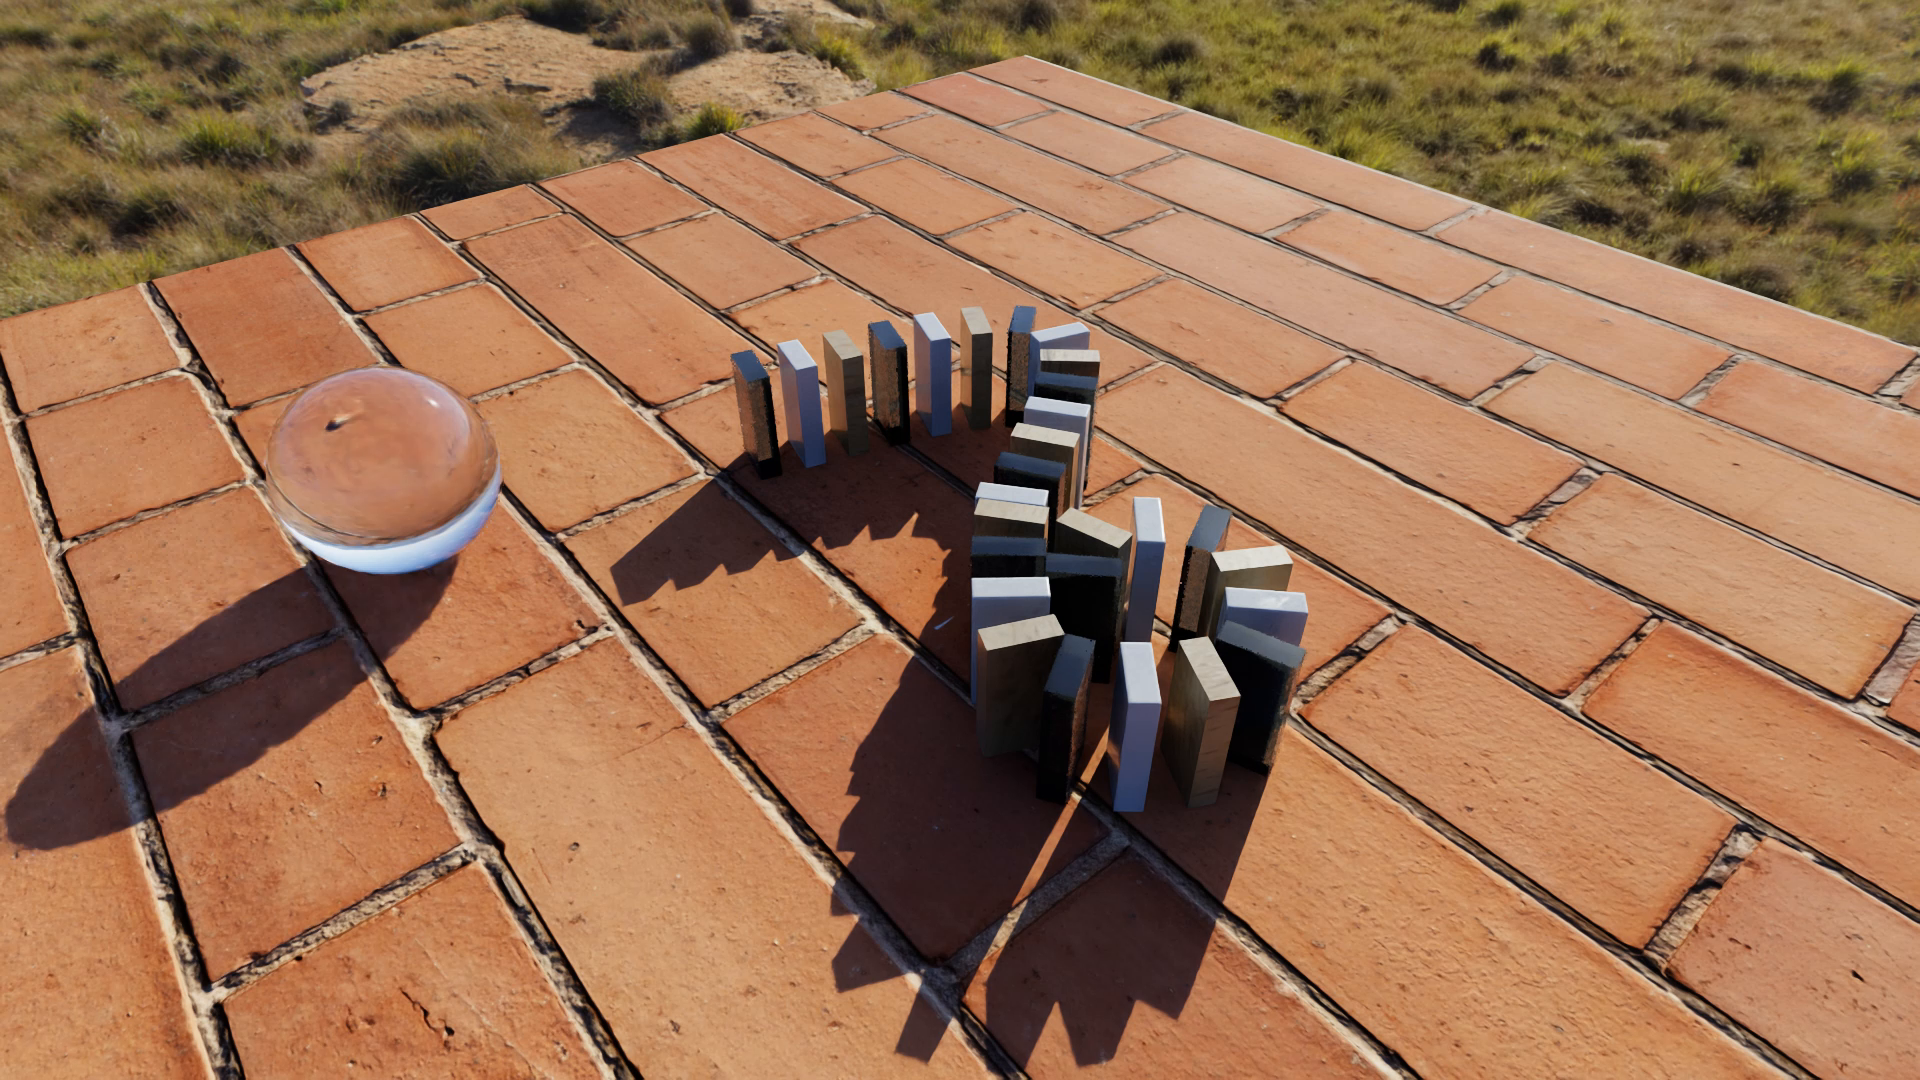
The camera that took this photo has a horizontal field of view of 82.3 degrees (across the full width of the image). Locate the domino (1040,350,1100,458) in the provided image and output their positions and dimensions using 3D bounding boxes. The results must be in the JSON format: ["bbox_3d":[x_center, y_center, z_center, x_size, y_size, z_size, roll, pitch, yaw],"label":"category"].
[{"bbox_3d":[0.047,-0.059,0.484,0.025,0.050,0.009,1,39,1],"label":"domino"}]

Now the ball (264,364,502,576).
[{"bbox_3d":[-0.219,-0.027,0.420,0.080,0.080,0.080,0,39,0],"label":"ball"}]

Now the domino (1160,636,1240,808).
[{"bbox_3d":[0.074,0.057,0.342,0.009,0.050,0.025,-8,40,-9],"label":"domino"}]

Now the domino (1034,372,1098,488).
[{"bbox_3d":[0.044,-0.046,0.468,0.025,0.050,0.010,8,40,10],"label":"domino"}]

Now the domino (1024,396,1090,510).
[{"bbox_3d":[0.039,-0.034,0.452,0.025,0.050,0.009,10,40,12],"label":"domino"}]

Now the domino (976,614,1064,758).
[{"bbox_3d":[0.019,0.048,0.353,0.025,0.050,0.009,-10,40,-13],"label":"domino"}]

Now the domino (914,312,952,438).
[{"bbox_3d":[-0.013,-0.075,0.504,0.010,0.050,0.025,-13,41,-15],"label":"domino"}]

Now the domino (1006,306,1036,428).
[{"bbox_3d":[0.028,-0.080,0.509,0.009,0.050,0.025,6,40,8],"label":"domino"}]

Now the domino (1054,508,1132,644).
[{"bbox_3d":[0.046,0.015,0.393,0.025,0.050,0.010,25,46,27],"label":"domino"}]

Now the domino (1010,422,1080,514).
[{"bbox_3d":[0.033,-0.021,0.437,0.025,0.050,0.010,12,41,14],"label":"domino"}]

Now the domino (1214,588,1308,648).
[{"bbox_3d":[0.097,0.038,0.365,0.025,0.050,0.010,4,40,5],"label":"domino"}]

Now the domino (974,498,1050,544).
[{"bbox_3d":[0.018,0.009,0.400,0.025,0.050,0.010,8,40,10],"label":"domino"}]

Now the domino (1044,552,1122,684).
[{"bbox_3d":[0.041,0.028,0.378,0.025,0.050,0.010,5,40,5],"label":"domino"}]

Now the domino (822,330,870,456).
[{"bbox_3d":[-0.051,-0.065,0.491,0.010,0.050,0.025,-16,42,-19],"label":"domino"}]

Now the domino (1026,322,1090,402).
[{"bbox_3d":[0.044,-0.072,0.500,0.025,0.050,0.009,-15,42,-18],"label":"domino"}]

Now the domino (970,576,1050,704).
[{"bbox_3d":[0.016,0.035,0.369,0.025,0.050,0.009,-1,39,-1],"label":"domino"}]

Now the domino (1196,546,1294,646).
[{"bbox_3d":[0.097,0.025,0.381,0.025,0.050,0.010,-6,40,-7],"label":"domino"}]

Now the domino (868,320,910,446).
[{"bbox_3d":[-0.032,-0.071,0.498,0.010,0.050,0.025,-14,41,-17],"label":"domino"}]

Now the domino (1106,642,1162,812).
[{"bbox_3d":[0.053,0.058,0.340,0.010,0.050,0.025,1,39,1],"label":"domino"}]

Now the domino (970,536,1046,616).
[{"bbox_3d":[0.016,0.021,0.385,0.025,0.050,0.010,2,39,2],"label":"domino"}]

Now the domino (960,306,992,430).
[{"bbox_3d":[0.007,-0.079,0.508,0.009,0.050,0.025,-7,40,-9],"label":"domino"}]

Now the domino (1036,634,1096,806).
[{"bbox_3d":[0.033,0.056,0.343,0.009,0.050,0.025,12,41,14],"label":"domino"}]

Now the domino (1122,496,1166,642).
[{"bbox_3d":[0.066,0.012,0.397,0.009,0.050,0.025,3,39,3],"label":"domino"}]

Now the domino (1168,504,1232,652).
[{"bbox_3d":[0.086,0.015,0.393,0.010,0.050,0.025,16,42,19],"label":"domino"}]

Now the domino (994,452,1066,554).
[{"bbox_3d":[0.026,-0.009,0.422,0.025,0.050,0.010,13,41,15],"label":"domino"}]

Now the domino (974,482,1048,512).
[{"bbox_3d":[0.019,0.003,0.408,0.025,0.050,0.010,8,40,9],"label":"domino"}]

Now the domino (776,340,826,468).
[{"bbox_3d":[-0.070,-0.060,0.484,0.010,0.050,0.025,-17,42,-20],"label":"domino"}]

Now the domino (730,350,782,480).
[{"bbox_3d":[-0.088,-0.054,0.477,0.010,0.050,0.025,-17,42,-19],"label":"domino"}]

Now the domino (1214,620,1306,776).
[{"bbox_3d":[0.091,0.051,0.349,0.025,0.050,0.009,21,44,24],"label":"domino"}]
